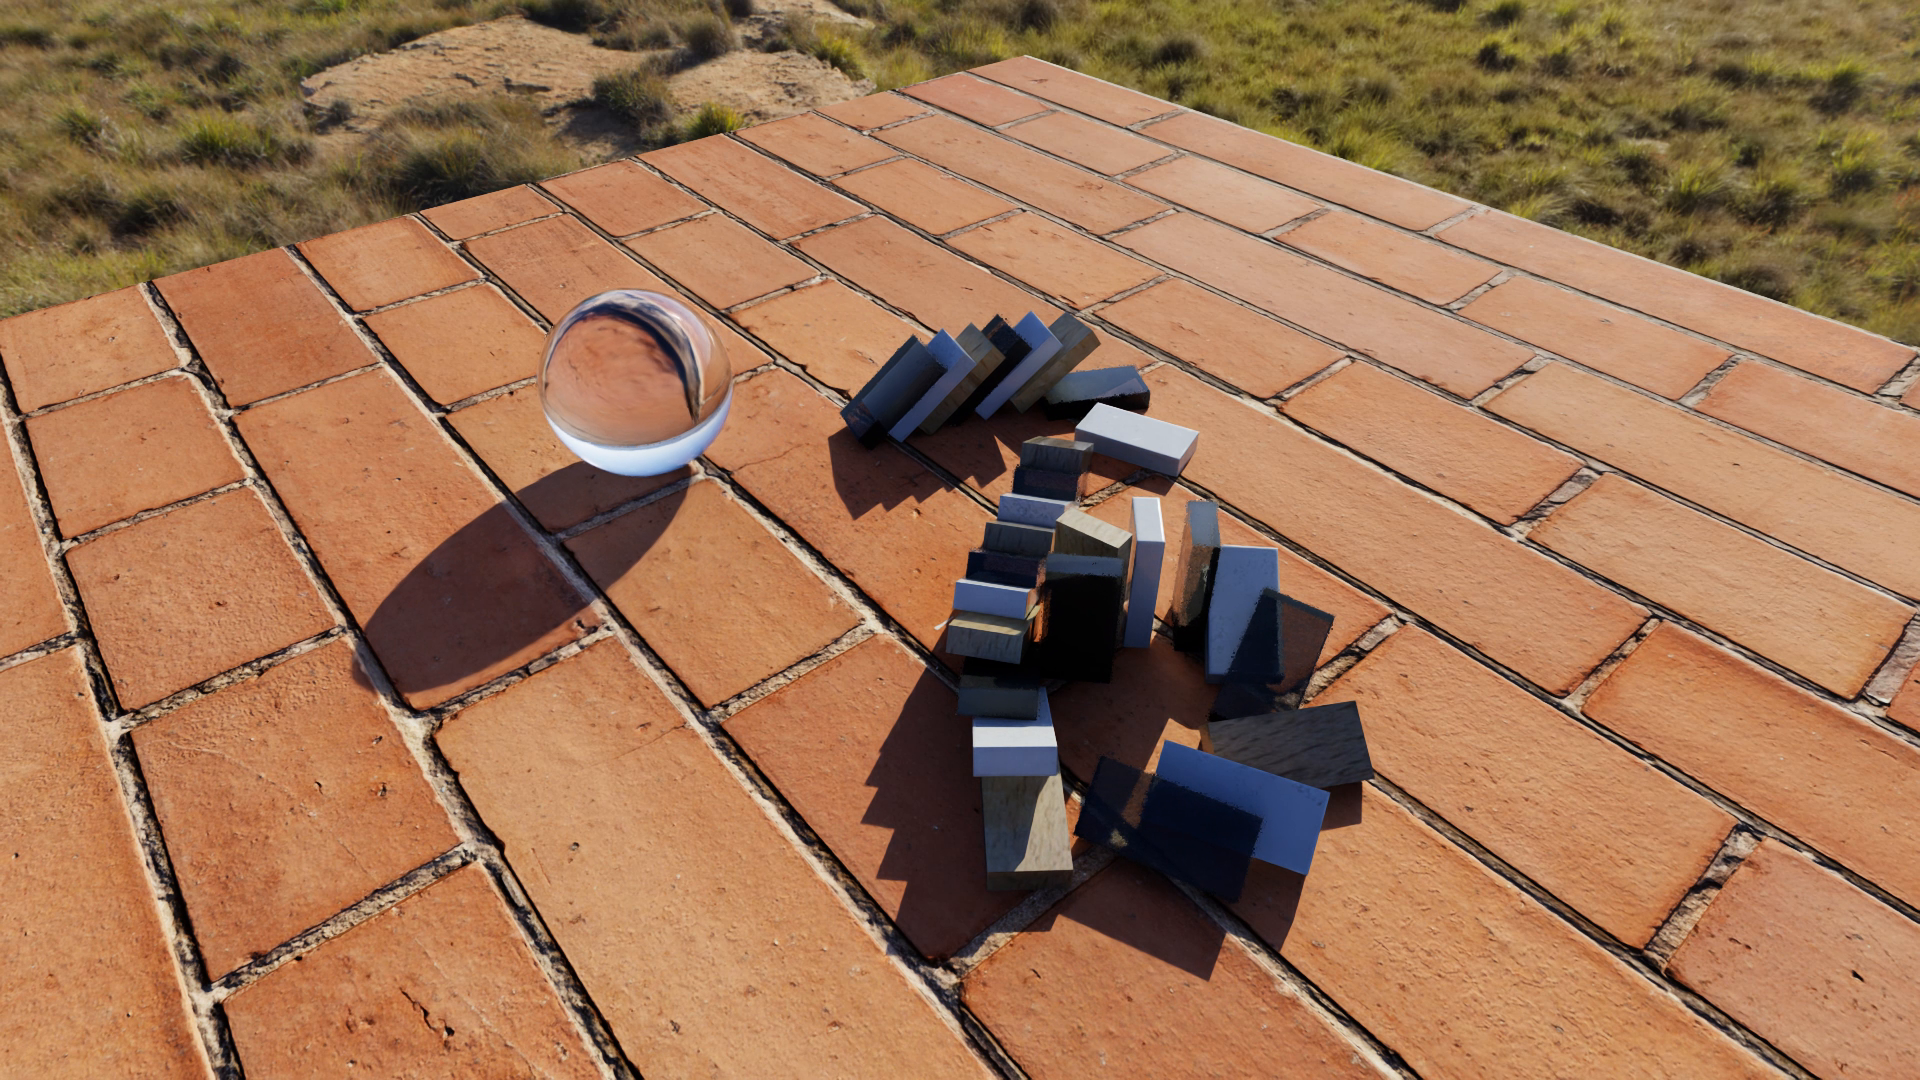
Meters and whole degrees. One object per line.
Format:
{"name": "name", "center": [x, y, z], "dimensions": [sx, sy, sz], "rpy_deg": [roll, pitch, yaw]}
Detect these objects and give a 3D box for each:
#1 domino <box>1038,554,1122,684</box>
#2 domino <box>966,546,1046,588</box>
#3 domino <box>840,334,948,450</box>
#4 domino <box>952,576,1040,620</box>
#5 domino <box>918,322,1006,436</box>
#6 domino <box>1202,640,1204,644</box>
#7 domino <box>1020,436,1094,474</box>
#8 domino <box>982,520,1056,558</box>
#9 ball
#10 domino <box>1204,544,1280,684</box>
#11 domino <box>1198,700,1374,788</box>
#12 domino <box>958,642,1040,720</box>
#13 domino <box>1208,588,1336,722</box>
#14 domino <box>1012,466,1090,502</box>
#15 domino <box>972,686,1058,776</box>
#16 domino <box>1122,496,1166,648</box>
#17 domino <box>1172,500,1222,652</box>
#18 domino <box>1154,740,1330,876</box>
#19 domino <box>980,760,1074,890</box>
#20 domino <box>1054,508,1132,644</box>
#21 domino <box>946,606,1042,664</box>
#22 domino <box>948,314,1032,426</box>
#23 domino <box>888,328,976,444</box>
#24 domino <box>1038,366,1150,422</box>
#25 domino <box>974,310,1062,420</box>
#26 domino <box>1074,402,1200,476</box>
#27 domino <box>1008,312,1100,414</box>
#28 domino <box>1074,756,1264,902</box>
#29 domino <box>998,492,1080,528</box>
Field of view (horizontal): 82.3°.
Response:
{"name": "domino", "center": [0.041, 0.028, 0.378], "dimensions": [0.025, 0.050, 0.009], "rpy_deg": [4, 40, 5]}
{"name": "domino", "center": [0.020, 0.009, 0.410], "dimensions": [0.025, 0.010, 0.050], "rpy_deg": [8, 6, 12]}
{"name": "domino", "center": [-0.031, -0.067, 0.502], "dimensions": [0.050, 0.010, 0.025], "rpy_deg": [-45, 44, 10]}
{"name": "domino", "center": [0.014, 0.019, 0.400], "dimensions": [0.025, 0.010, 0.050], "rpy_deg": [8, 6, 9]}
{"name": "domino", "center": [-0.004, -0.075, 0.511], "dimensions": [0.050, 0.010, 0.025], "rpy_deg": [-45, 44, 10]}
{"name": "domino", "center": [0.104, 0.023, 0.416], "dimensions": [0.025, 0.010, 0.050], "rpy_deg": [4, 40, 5]}
{"name": "domino", "center": [0.042, -0.037, 0.469], "dimensions": [0.025, 0.009, 0.050], "rpy_deg": [9, 10, 10]}
{"name": "domino", "center": [0.027, -0.002, 0.424], "dimensions": [0.025, 0.010, 0.050], "rpy_deg": [9, 6, 12]}
{"name": "ball", "center": [-0.138, -0.067, 0.469], "dimensions": [0.080, 0.080, 0.080], "rpy_deg": [0, 39, 0]}
{"name": "domino", "center": [0.101, 0.027, 0.392], "dimensions": [0.025, 0.010, 0.050], "rpy_deg": [3, 64, 5]}
{"name": "domino", "center": [0.104, 0.068, 0.351], "dimensions": [0.050, 0.009, 0.025], "rpy_deg": [-7, 75, -9]}
{"name": "domino", "center": [0.014, 0.046, 0.371], "dimensions": [0.025, 0.009, 0.050], "rpy_deg": [3, 13, 4]}
{"name": "domino", "center": [0.106, 0.043, 0.373], "dimensions": [0.025, 0.009, 0.050], "rpy_deg": [24, 67, 14]}
{"name": "domino", "center": [0.038, -0.025, 0.455], "dimensions": [0.025, 0.010, 0.050], "rpy_deg": [9, 10, 11]}
{"name": "domino", "center": [0.017, 0.061, 0.353], "dimensions": [0.025, 0.010, 0.050], "rpy_deg": [-1, 13, 0]}
{"name": "domino", "center": [0.065, 0.012, 0.397], "dimensions": [0.010, 0.050, 0.025], "rpy_deg": [2, 39, 3]}
{"name": "domino", "center": [0.084, 0.014, 0.395], "dimensions": [0.010, 0.050, 0.025], "rpy_deg": [4, 39, 5]}
{"name": "domino", "center": [0.083, 0.081, 0.334], "dimensions": [0.050, 0.010, 0.025], "rpy_deg": [16, 82, 18]}
{"name": "domino", "center": [0.020, 0.084, 0.341], "dimensions": [0.025, 0.010, 0.050], "rpy_deg": [-1, 39, -2]}
{"name": "domino", "center": [0.046, 0.015, 0.393], "dimensions": [0.025, 0.050, 0.009], "rpy_deg": [26, 46, 28]}
{"name": "domino", "center": [0.013, 0.031, 0.387], "dimensions": [0.025, 0.010, 0.050], "rpy_deg": [8, 10, 10]}
{"name": "domino", "center": [0.008, -0.080, 0.517], "dimensions": [0.050, 0.010, 0.025], "rpy_deg": [-45, 44, 10]}
{"name": "domino", "center": [-0.018, -0.071, 0.506], "dimensions": [0.050, 0.010, 0.025], "rpy_deg": [-45, 44, 10]}
{"name": "domino", "center": [0.063, -0.071, 0.530], "dimensions": [0.050, 0.009, 0.025], "rpy_deg": [-8, 40, -10]}
{"name": "domino", "center": [0.023, -0.083, 0.520], "dimensions": [0.050, 0.010, 0.025], "rpy_deg": [-43, 42, 13]}
{"name": "domino", "center": [0.080, -0.046, 0.500], "dimensions": [0.050, 0.010, 0.025], "rpy_deg": [20, 43, 22]}
{"name": "domino", "center": [0.040, -0.085, 0.526], "dimensions": [0.050, 0.010, 0.025], "rpy_deg": [-41, 41, 2]}
{"name": "domino", "center": [0.062, 0.086, 0.328], "dimensions": [0.050, 0.009, 0.025], "rpy_deg": [18, 82, 21]}
{"name": "domino", "center": [0.032, -0.013, 0.440], "dimensions": [0.025, 0.010, 0.050], "rpy_deg": [9, 8, 12]}
